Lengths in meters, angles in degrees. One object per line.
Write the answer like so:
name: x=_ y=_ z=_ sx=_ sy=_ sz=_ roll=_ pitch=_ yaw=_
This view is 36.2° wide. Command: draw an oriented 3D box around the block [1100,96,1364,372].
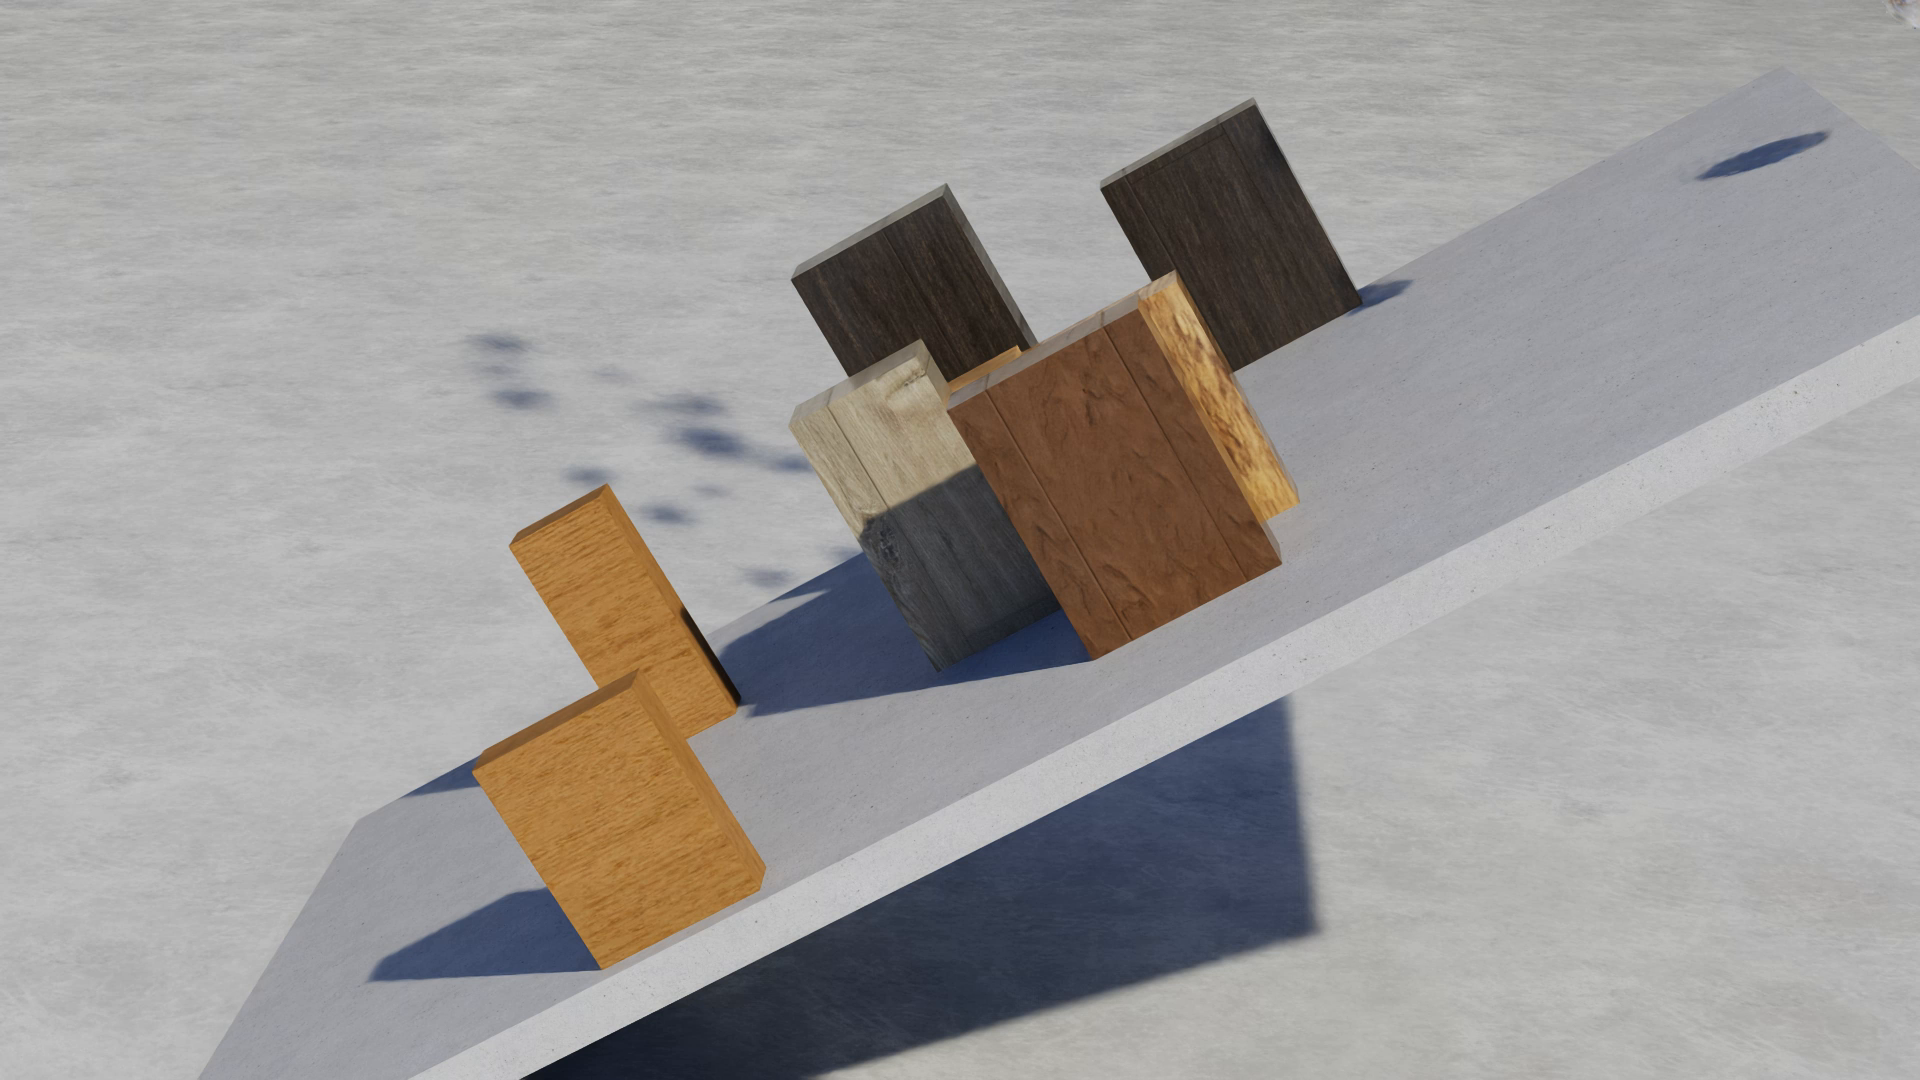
block: x=0.639 y=-0.701 z=6.921 sx=0.408 sy=0.539 sz=0.099 roll=-28 pitch=15 yaw=12

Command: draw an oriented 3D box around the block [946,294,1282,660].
block: x=0.295 y=-0.116 z=5.581 sx=0.407 sy=0.567 sz=0.120 roll=-28 pitch=15 yaw=12

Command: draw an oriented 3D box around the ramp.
ramp: x=0.142 y=0.168 z=6.284 sx=4.000 sy=0.100 sz=2.000 roll=-28 pitch=15 yaw=12

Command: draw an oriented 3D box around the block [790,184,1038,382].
block: x=-0.017 y=-0.378 z=6.704 sx=0.394 sy=0.759 sz=0.140 roll=-28 pitch=15 yaw=12

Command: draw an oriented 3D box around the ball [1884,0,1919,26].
ball: x=1.899 y=-1.085 z=5.812 sx=0.139 sy=0.139 sz=0.139 roll=0 pitch=18 yaw=0

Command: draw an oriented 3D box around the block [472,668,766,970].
block: x=-0.635 y=0.524 z=5.506 sx=0.348 sy=0.460 sz=0.105 roll=-28 pitch=15 yaw=12

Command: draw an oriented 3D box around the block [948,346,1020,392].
block: x=0.050 y=-0.122 z=6.356 sx=0.409 sy=0.437 sz=0.144 roll=-28 pitch=15 yaw=12

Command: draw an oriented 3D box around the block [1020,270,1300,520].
block: x=0.398 y=-0.224 z=5.850 sx=0.351 sy=0.512 sz=0.110 roll=-28 pitch=15 yaw=12

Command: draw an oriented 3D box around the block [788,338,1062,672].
block: x=-0.063 y=-0.069 z=6.062 sx=0.300 sy=0.607 sz=0.148 roll=-28 pitch=15 yaw=12

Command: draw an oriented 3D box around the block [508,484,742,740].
block: x=-0.751 y=0.187 z=6.628 sx=0.240 sy=0.584 sz=0.105 roll=-28 pitch=15 yaw=12
